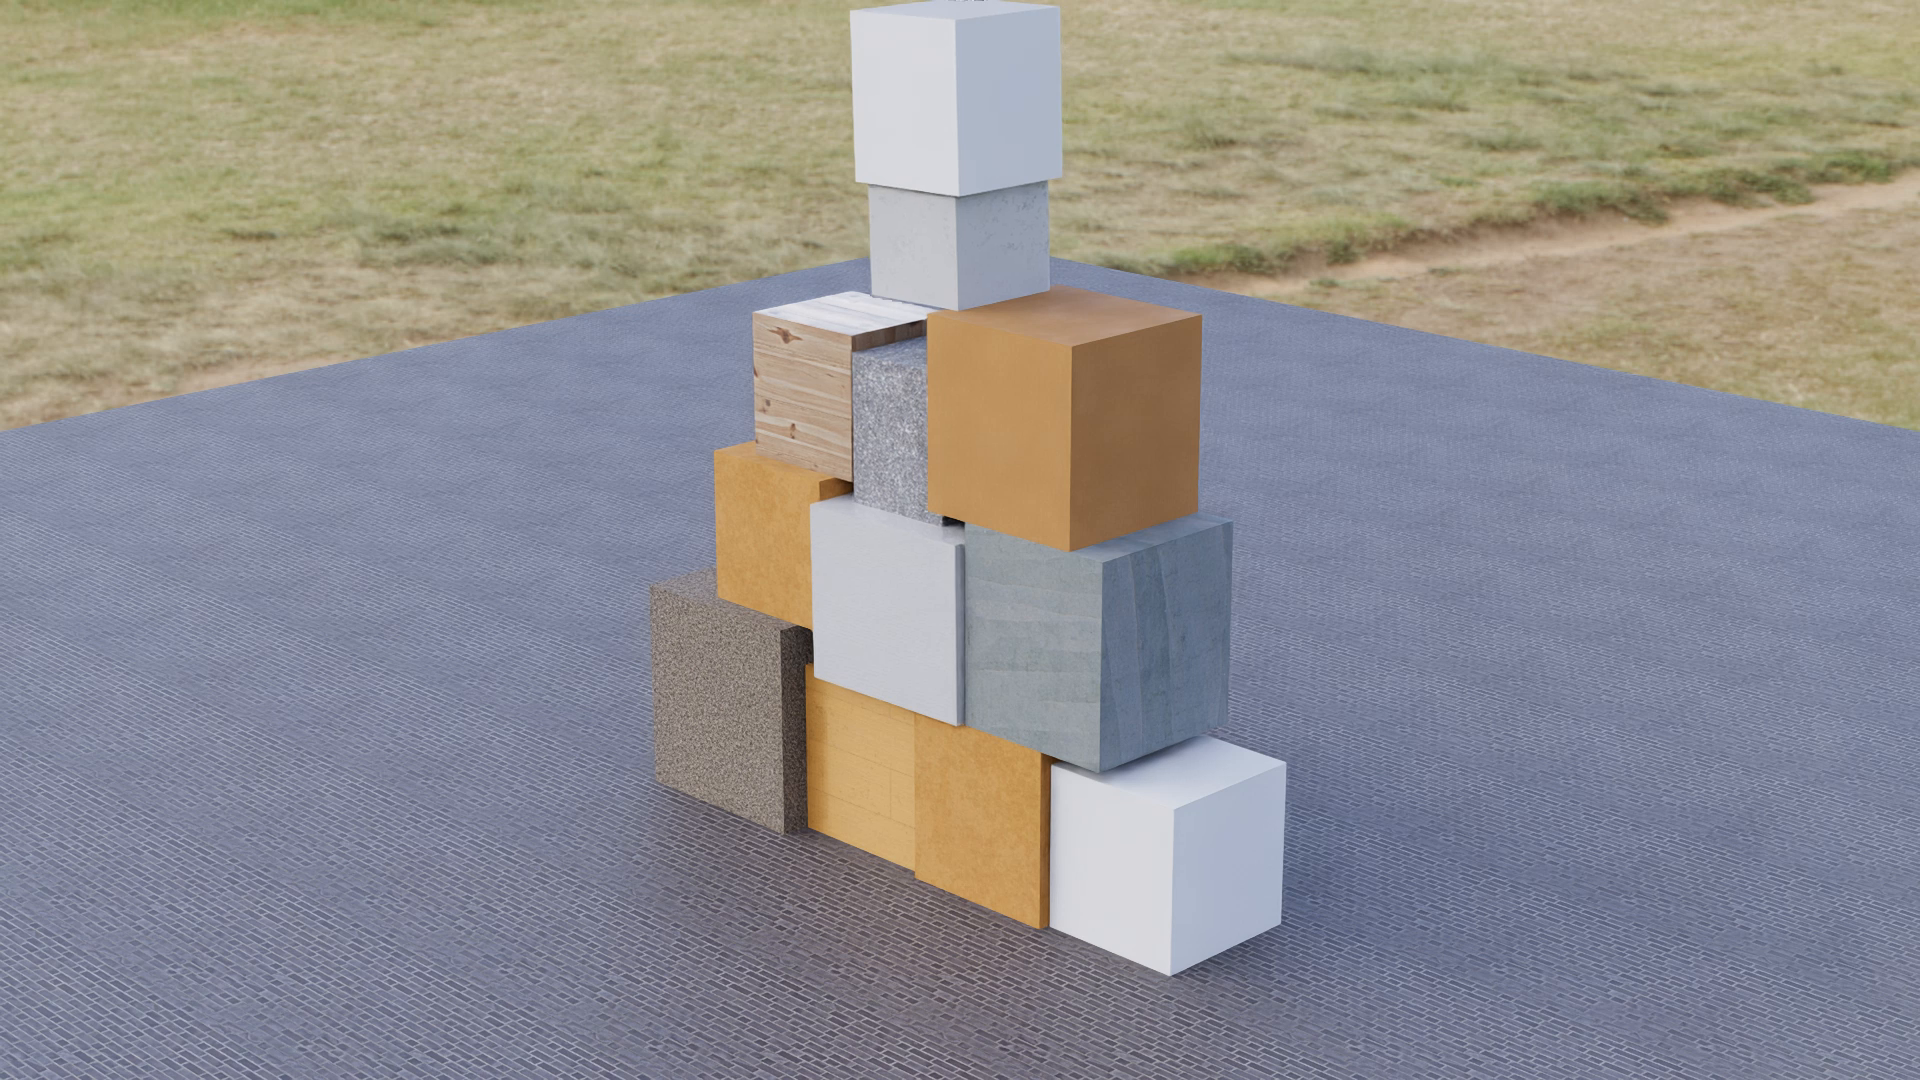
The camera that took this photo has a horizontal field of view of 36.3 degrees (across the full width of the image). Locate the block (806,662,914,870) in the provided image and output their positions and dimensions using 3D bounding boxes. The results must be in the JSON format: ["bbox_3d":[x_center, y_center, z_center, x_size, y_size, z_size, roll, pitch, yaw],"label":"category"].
[{"bbox_3d":[-0.179,0.978,13.862,0.769,0.822,0.776,-17,24,-42],"label":"block"}]

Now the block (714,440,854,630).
[{"bbox_3d":[-0.626,-0.079,13.963,0.779,0.730,0.736,-17,24,-42],"label":"block"}]

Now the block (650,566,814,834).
[{"bbox_3d":[-0.818,0.702,14.405,1.000,1.024,0.956,-17,24,-42],"label":"block"}]

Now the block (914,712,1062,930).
[{"bbox_3d":[0.366,1.144,13.315,0.834,0.832,0.784,-17,24,-42],"label":"block"}]

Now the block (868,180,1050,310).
[{"bbox_3d":[-0.002,-1.339,12.931,0.577,0.504,0.540,-17,22,-42],"label":"block"}]

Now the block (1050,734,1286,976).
[{"bbox_3d":[0.906,1.334,12.823,0.742,0.765,0.704,-17,24,-42],"label":"block"}]

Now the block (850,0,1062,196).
[{"bbox_3d":[-0.013,-1.938,12.760,0.642,0.741,0.641,-17,22,-42],"label":"block"}]

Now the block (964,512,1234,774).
[{"bbox_3d":[0.604,0.367,12.838,0.843,0.938,0.803,-17,24,-42],"label":"block"}]

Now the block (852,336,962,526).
[{"bbox_3d":[-0.083,-0.508,13.246,0.562,0.697,0.571,-17,24,-42],"label":"block"}]

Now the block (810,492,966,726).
[{"bbox_3d":[-0.026,0.233,13.445,0.912,0.834,0.934,-17,23,-42],"label":"block"}]

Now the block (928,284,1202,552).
[{"bbox_3d":[0.449,-0.547,12.706,0.822,0.885,0.848,-17,24,-42],"label":"block"}]

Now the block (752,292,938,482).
[{"bbox_3d":[-0.501,-0.725,13.661,0.629,0.685,0.670,-17,24,-42],"label":"block"}]
